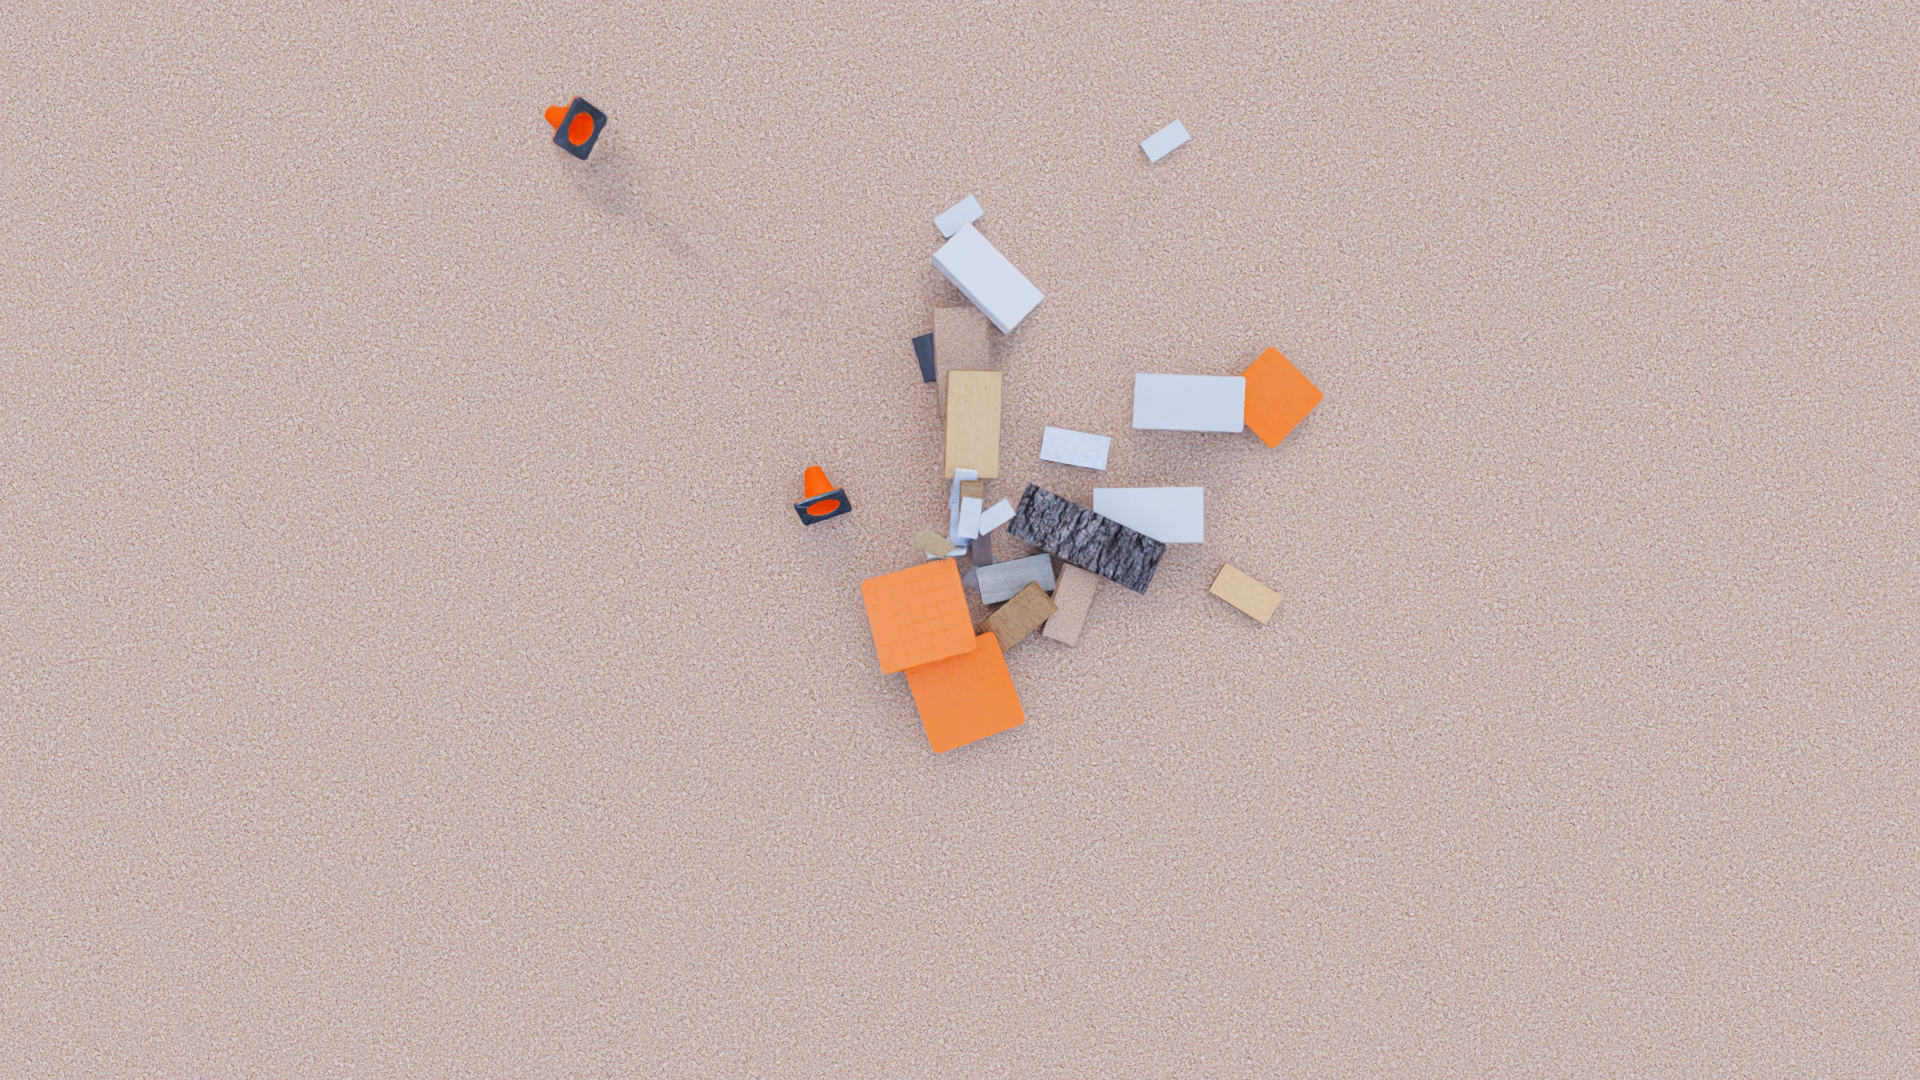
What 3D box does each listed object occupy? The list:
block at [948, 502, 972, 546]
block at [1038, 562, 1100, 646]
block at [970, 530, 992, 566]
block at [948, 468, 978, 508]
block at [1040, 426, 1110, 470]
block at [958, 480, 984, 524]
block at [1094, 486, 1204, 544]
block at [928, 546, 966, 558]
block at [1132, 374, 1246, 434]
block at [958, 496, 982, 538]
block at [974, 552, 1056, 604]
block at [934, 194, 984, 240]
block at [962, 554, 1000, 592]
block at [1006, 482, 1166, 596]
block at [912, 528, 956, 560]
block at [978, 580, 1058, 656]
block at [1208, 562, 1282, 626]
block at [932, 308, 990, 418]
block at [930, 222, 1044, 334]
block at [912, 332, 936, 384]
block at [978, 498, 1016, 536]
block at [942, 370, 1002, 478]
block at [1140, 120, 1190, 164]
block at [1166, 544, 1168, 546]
[{"bbox_3d":[0.004,-0.052,5.467,0.073,0.021,0.146,1,104,-10],"label":"block"},{"bbox_3d":[0.363,0.213,5.464,0.125,0.035,0.249,19,90,-17],"label":"block"},{"bbox_3d":[0.071,0.018,5.463,0.064,0.018,0.129,-5,95,-6],"label":"block"},{"bbox_3d":[0.010,-0.167,5.445,0.073,0.021,0.146,4,123,-12],"label":"block"},{"bbox_3d":[0.382,-0.304,5.484,0.221,0.031,0.110,10,90,0],"label":"block"},{"bbox_3d":[0.035,-0.123,5.429,0.073,0.021,0.146,1,107,-10],"label":"block"},{"bbox_3d":[0.621,-0.081,5.438,0.359,0.051,0.180,0,86,10],"label":"block"},{"bbox_3d":[-0.044,0.041,5.467,0.129,0.064,0.018,-5,97,0],"label":"block"},{"bbox_3d":[0.756,-0.452,5.451,0.359,0.051,0.180,3,90,7],"label":"block"},{"bbox_3d":[0.032,-0.072,5.407,0.065,0.018,0.131,8,98,0],"label":"block"},{"bbox_3d":[0.184,0.127,5.471,0.249,0.035,0.125,-12,94,-3],"label":"block"},{"bbox_3d":[-0.004,-1.075,5.489,0.152,0.022,0.076,-34,90,0],"label":"block"},{"bbox_3d":[0.070,0.100,5.491,0.064,0.018,0.129,36,90,0],"label":"block"},{"bbox_3d":[0.414,-0.005,5.419,0.497,0.051,0.180,25,92,12],"label":"block"},{"bbox_3d":[-0.087,0.011,5.445,0.131,0.018,0.065,29,59,31],"label":"block"},{"bbox_3d":[0.190,0.256,5.440,0.249,0.035,0.125,-40,90,20],"label":"block"},{"bbox_3d":[0.948,0.178,5.484,0.221,0.031,0.110,31,90,0],"label":"block"},{"bbox_3d":[0.007,-0.589,5.462,0.176,0.050,0.352,-4,90,-9],"label":"block"},{"bbox_3d":[0.090,-0.863,5.448,0.352,0.050,0.176,44,71,0],"label":"block"},{"bbox_3d":[-0.103,-0.607,5.489,0.076,0.022,0.152,-16,90,0],"label":"block"},{"bbox_3d":[0.112,-0.077,5.432,0.130,0.018,0.065,-32,105,2],"label":"block"},{"bbox_3d":[0.040,-0.382,5.422,0.176,0.050,0.352,0,103,-10],"label":"block"},{"bbox_3d":[0.682,-1.327,5.489,0.152,0.022,0.076,-34,90,0],"label":"block"},{"bbox_3d":[0.650,-0.022,5.484,0.110,0.031,0.221,33,90,0],"label":"block"}]
